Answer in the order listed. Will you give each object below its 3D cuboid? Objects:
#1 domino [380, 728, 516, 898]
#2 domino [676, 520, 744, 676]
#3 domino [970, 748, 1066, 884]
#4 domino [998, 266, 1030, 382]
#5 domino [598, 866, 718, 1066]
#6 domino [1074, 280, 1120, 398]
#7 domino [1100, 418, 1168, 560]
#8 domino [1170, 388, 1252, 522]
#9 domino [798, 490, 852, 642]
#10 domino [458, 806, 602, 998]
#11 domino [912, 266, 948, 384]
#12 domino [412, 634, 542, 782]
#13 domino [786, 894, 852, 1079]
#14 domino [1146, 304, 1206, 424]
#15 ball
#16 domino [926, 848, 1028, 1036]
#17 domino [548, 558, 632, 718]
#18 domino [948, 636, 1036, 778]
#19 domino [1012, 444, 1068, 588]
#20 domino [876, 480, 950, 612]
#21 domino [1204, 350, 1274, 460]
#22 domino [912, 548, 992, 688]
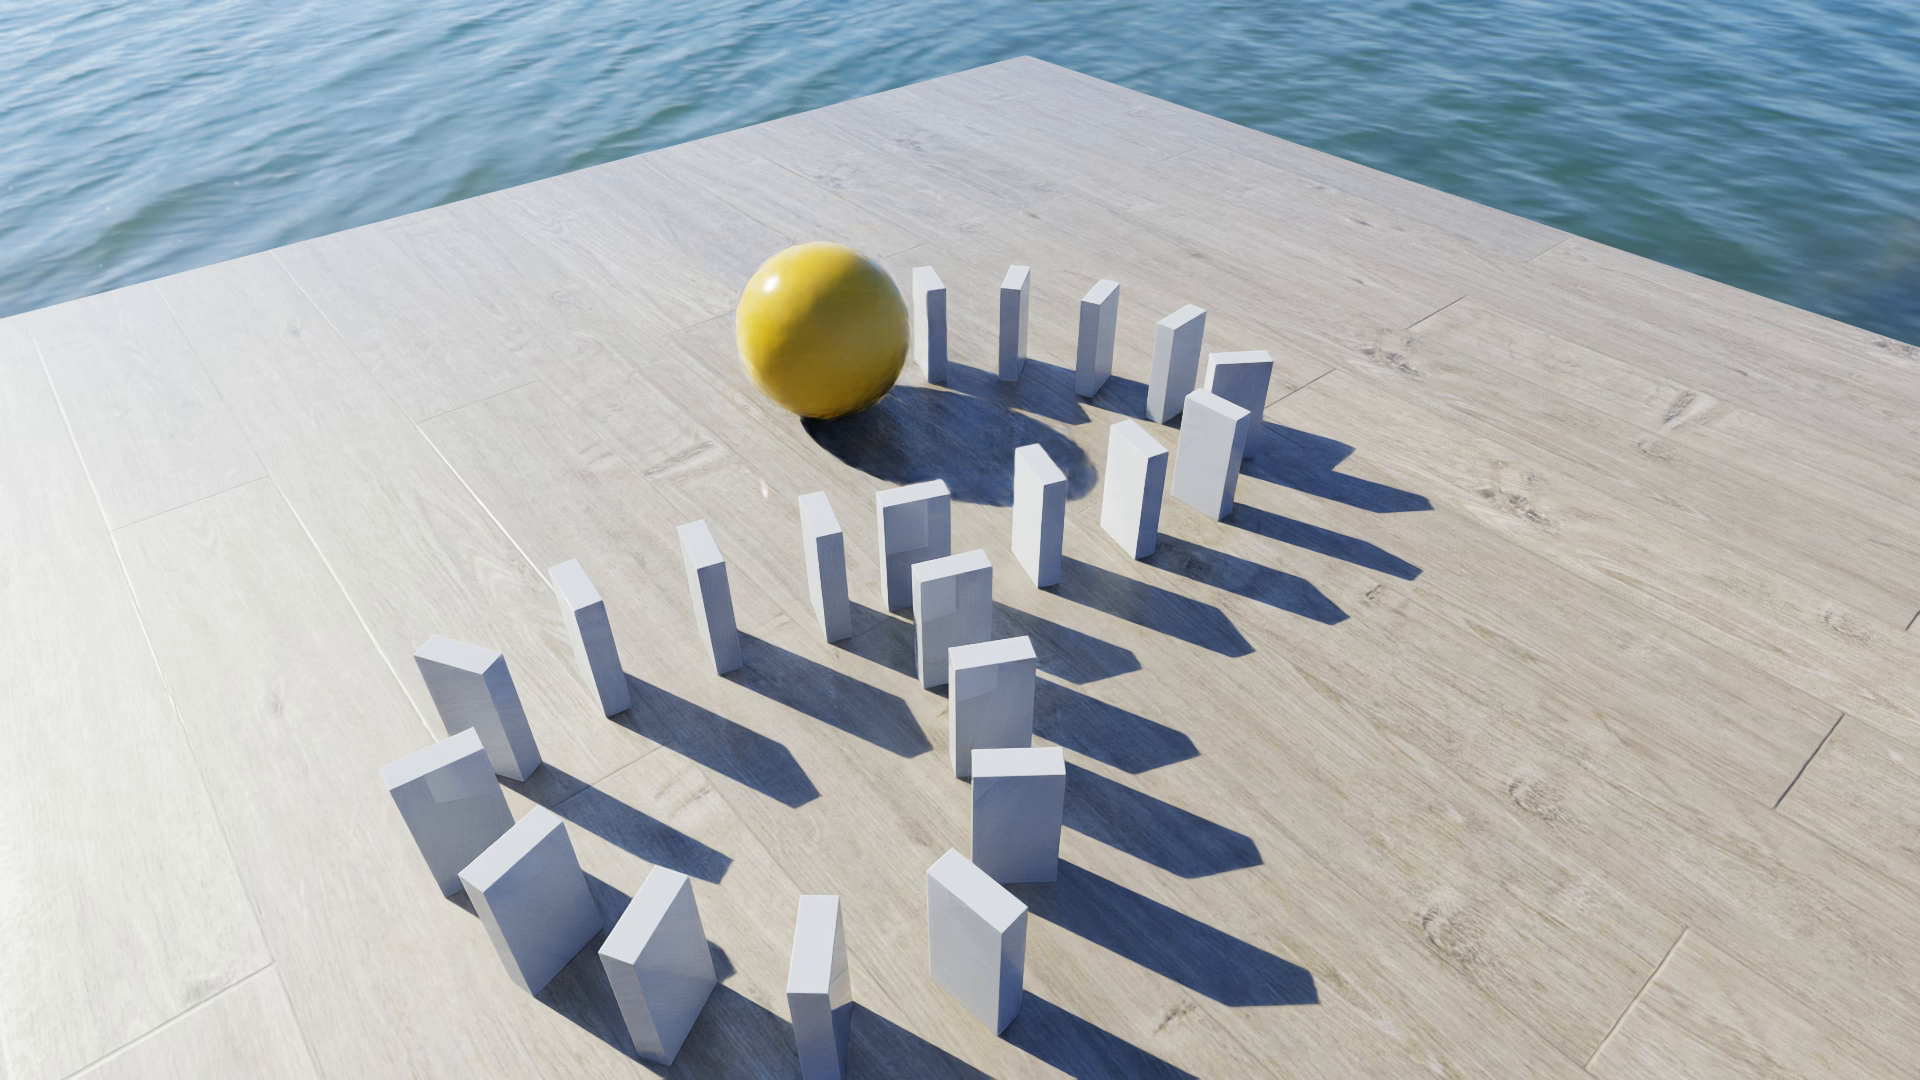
[{"bbox_3d":[-0.144,0.079,0.315,0.025,0.050,0.009,-24,45,-27],"label":"domino"},{"bbox_3d":[-0.088,0.021,0.386,0.009,0.050,0.025,-17,42,-20],"label":"domino"},{"bbox_3d":[0.016,0.080,0.314,0.025,0.050,0.009,-1,39,-2],"label":"domino"},{"bbox_3d":[0.027,-0.106,0.541,0.009,0.050,0.025,9,40,11],"label":"domino"},{"bbox_3d":[-0.075,0.109,0.279,0.010,0.050,0.025,13,41,15],"label":"domino"},{"bbox_3d":[0.066,-0.097,0.530,0.010,0.050,0.025,19,43,21],"label":"domino"},{"bbox_3d":[0.068,-0.020,0.435,0.010,0.050,0.025,-19,43,-21],"label":"domino"},{"bbox_3d":[0.103,-0.035,0.454,0.009,0.050,0.025,-31,48,-32],"label":"domino"},{"bbox_3d":[-0.049,0.010,0.399,0.009,0.050,0.025,-13,41,-16],"label":"domino"},{"bbox_3d":[-0.113,0.097,0.293,0.009,0.050,0.025,22,44,25],"label":"domino"},{"bbox_3d":[-0.015,-0.106,0.540,0.009,0.050,0.025,-11,41,-14],"label":"domino"},{"bbox_3d":[-0.151,0.054,0.346,0.025,0.050,0.010,12,41,15],"label":"domino"},{"bbox_3d":[-0.034,0.113,0.273,0.010,0.050,0.025,1,39,1],"label":"domino"},{"bbox_3d":[0.100,-0.081,0.511,0.009,0.050,0.025,32,49,33],"label":"domino"},{"bbox_3d":[-0.062,-0.096,0.505,0.080,0.080,0.080,0,39,0],"label":"ball"},{"bbox_3d":[0.004,0.104,0.284,0.025,0.050,0.009,30,48,32],"label":"domino"},{"bbox_3d":[-0.124,0.033,0.371,0.010,0.050,0.025,-24,45,-26],"label":"domino"},{"bbox_3d":[0.010,0.053,0.347,0.025,0.050,0.009,-8,40,-10],"label":"domino"},{"bbox_3d":[0.030,-0.009,0.422,0.010,0.050,0.025,-14,41,-17],"label":"domino"},{"bbox_3d":[-0.017,0.003,0.408,0.025,0.050,0.009,-12,41,-14],"label":"domino"},{"bbox_3d":[0.119,-0.058,0.483,0.025,0.050,0.010,-4,39,-4],"label":"domino"},{"bbox_3d":[-0.003,0.028,0.378,0.025,0.050,0.010,-12,41,-15],"label":"domino"}]
